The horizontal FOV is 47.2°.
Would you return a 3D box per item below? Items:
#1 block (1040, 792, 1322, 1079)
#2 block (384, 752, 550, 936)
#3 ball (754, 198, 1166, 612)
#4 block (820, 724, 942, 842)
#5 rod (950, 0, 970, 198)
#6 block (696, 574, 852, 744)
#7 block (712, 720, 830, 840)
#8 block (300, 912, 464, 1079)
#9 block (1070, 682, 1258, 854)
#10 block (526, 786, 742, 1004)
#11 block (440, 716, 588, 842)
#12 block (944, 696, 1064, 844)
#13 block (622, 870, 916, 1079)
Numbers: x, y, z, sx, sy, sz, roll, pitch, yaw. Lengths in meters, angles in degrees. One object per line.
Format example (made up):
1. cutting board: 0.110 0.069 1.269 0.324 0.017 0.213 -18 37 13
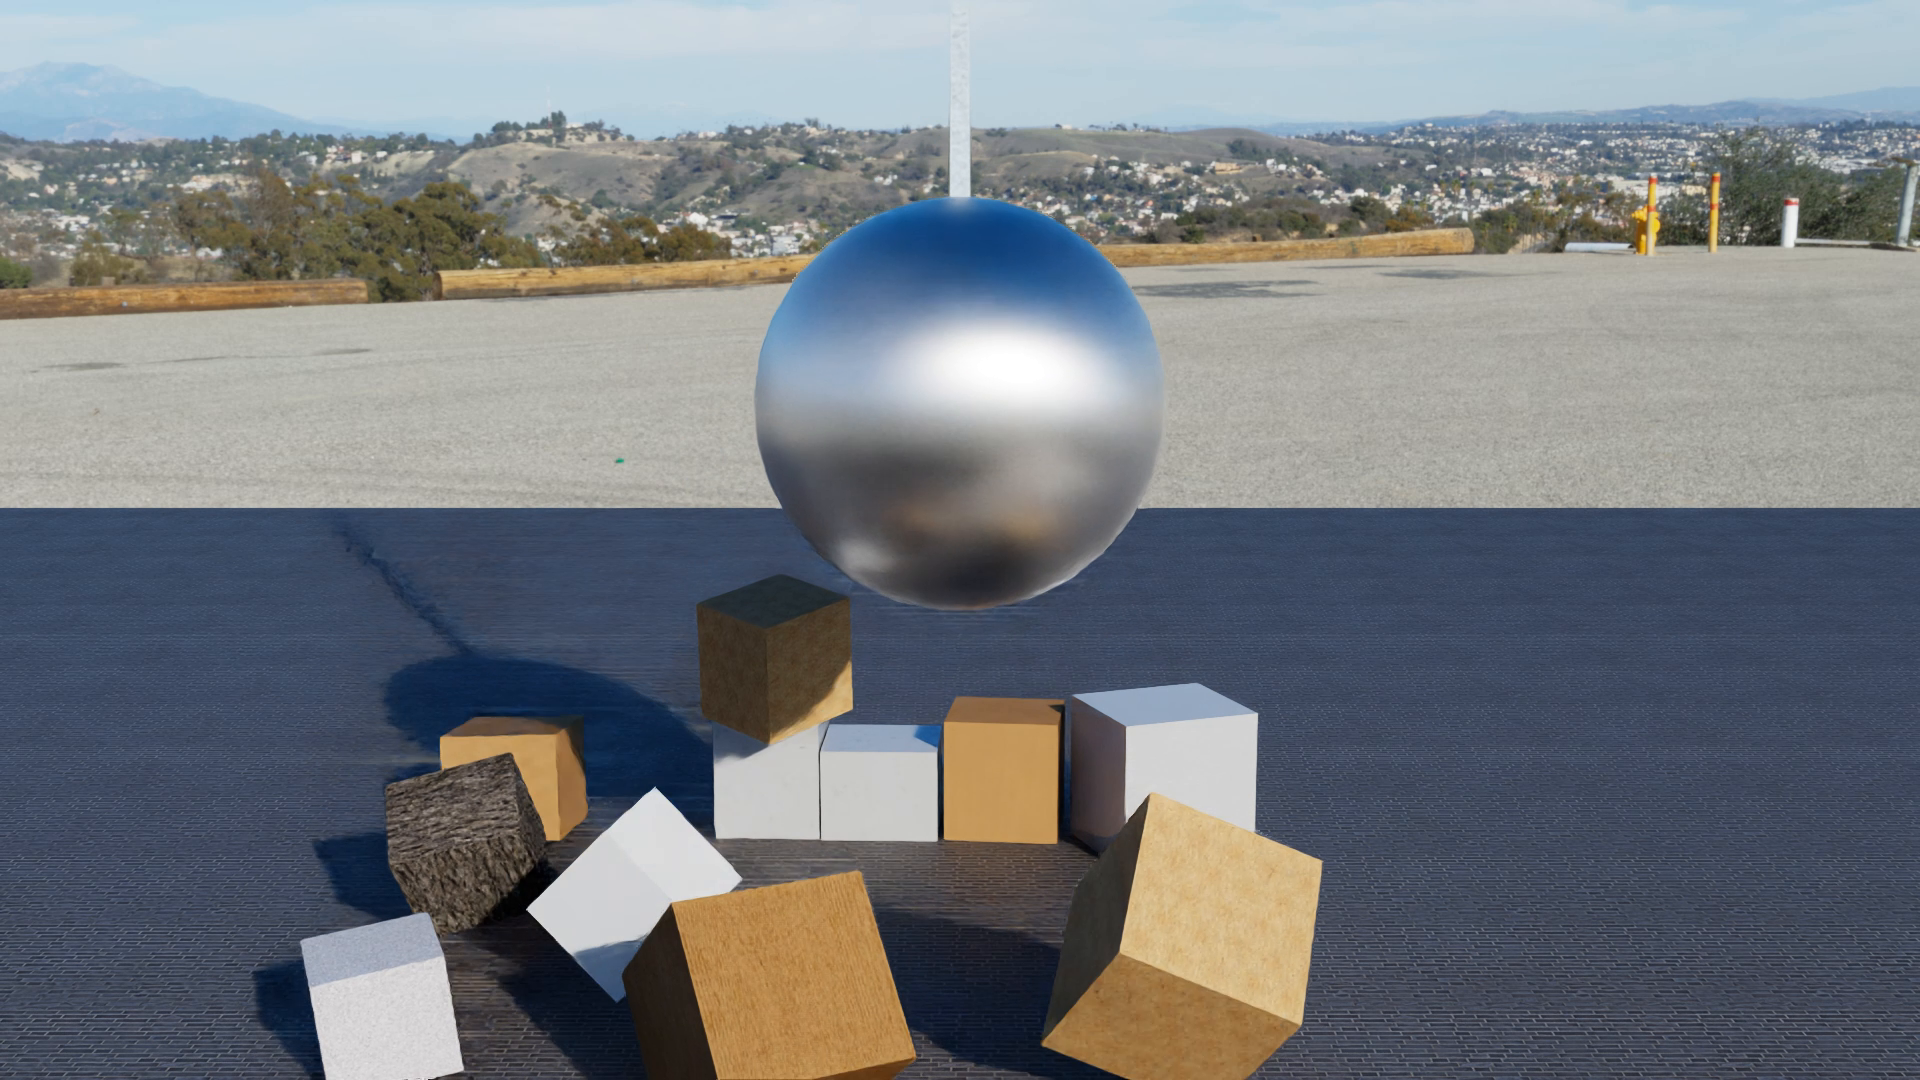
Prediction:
1. block: 0.800 1.492 7.944 0.683 0.735 0.691 23 48 -6
2. block: -2.179 1.359 9.771 0.573 0.553 0.462 -15 45 -4
3. ball: 0.000 -0.523 8.548 1.600 1.600 1.600 0 10 0
4. block: -0.402 1.251 11.380 0.591 0.467 0.524 0 10 2
5. rod: 0.000 -3.818 9.387 0.080 5.200 0.080 0 -14 0
6. block: -0.927 0.589 11.061 0.509 0.613 0.570 17 26 40
7. block: -0.971 1.163 11.417 0.535 0.626 0.552 0 10 2
8. block: -2.207 1.770 8.380 0.490 0.465 0.508 -11 13 -18
9. block: 1.015 1.177 11.055 0.711 0.728 0.658 -4 11 -20
10. block: -1.337 1.457 9.076 0.523 0.533 0.511 -44 0 21
11. block: -2.263 1.210 11.199 0.579 0.532 0.612 -2 4 3
12. block: 0.234 1.180 11.340 0.574 0.621 0.516 1 10 6
13. block: -0.686 1.662 7.707 0.704 0.685 0.698 -5 -28 -28
